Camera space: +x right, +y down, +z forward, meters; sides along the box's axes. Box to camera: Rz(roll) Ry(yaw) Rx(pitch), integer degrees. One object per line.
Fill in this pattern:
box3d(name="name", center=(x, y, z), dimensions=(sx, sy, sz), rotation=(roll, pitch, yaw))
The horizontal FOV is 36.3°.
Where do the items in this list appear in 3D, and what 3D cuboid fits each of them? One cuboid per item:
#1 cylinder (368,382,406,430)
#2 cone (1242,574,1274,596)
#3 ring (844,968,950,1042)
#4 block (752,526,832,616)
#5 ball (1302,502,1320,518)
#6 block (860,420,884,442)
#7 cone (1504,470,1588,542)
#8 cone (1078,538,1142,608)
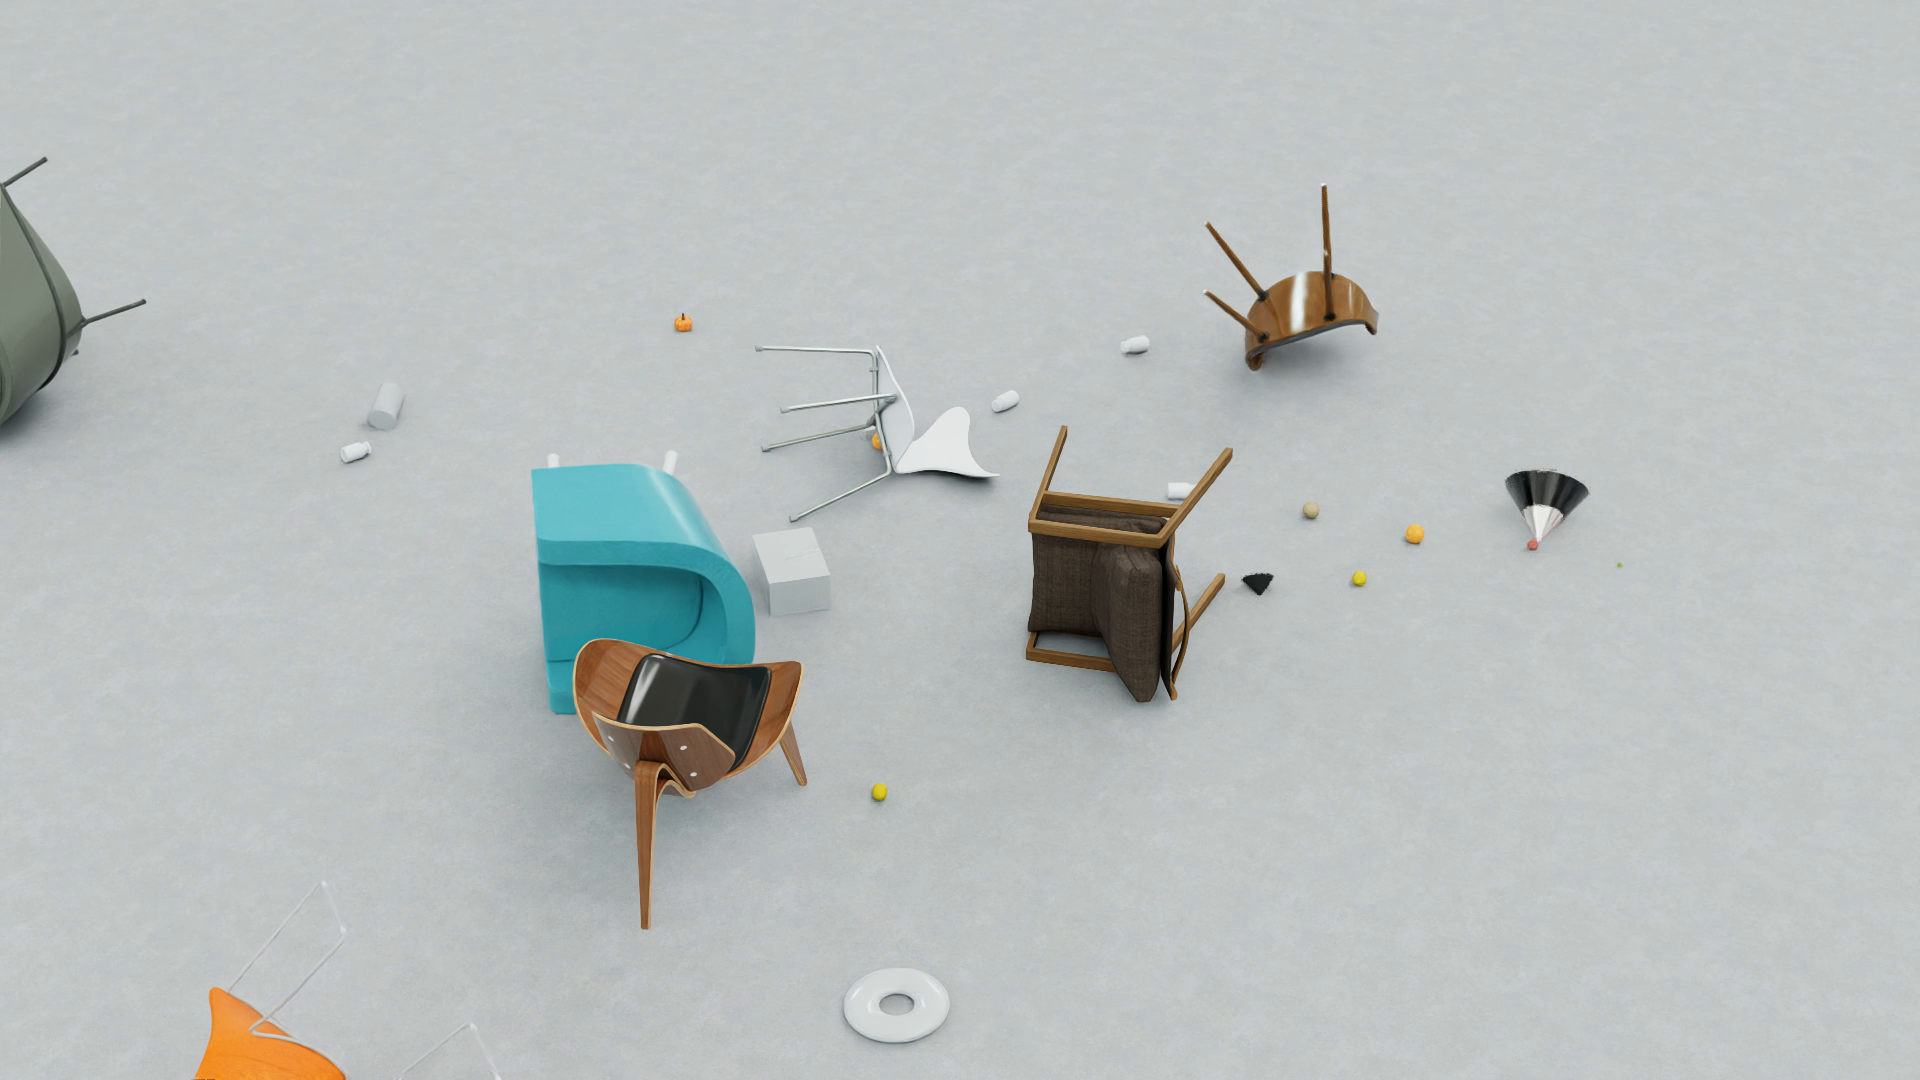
box3d(name="cylinder", center=(-2.280, -0.533, 11.673), dimensions=(0.109, 0.085, 0.219), rotation=(20, 32, -11))
box3d(name="cone", center=(1.085, 0.171, 10.647), dimensions=(0.119, 0.107, 0.067), rotation=(-6, 72, 6))
box3d(name="ring", center=(-0.190, 1.393, 8.790), dimensions=(0.322, 0.045, 0.315), rotation=(-24, 41, -31))
box3d(name="block", center=(-0.613, 0.114, 10.642), dimensions=(0.223, 0.144, 0.326), rotation=(-8, 34, -12))
box3d(name="ball", center=(1.325, -0.113, 11.058), dimensions=(0.064, 0.064, 0.064), rotation=(0, 33, 0))
box3d(name="block", center=(-0.347, -0.430, 11.554), dimensions=(0.080, 0.048, 0.054), rotation=(-17, 37, -24))
box3d(name="cone", center=(2.181, -0.092, 10.979), dimensions=(0.312, 0.267, 0.234), rotation=(9, 64, 10))
box3d(name="cone", center=(0.515, 0.154, 10.622), dimensions=(0.207, 0.213, 0.291), rotation=(-21, 44, 20))
